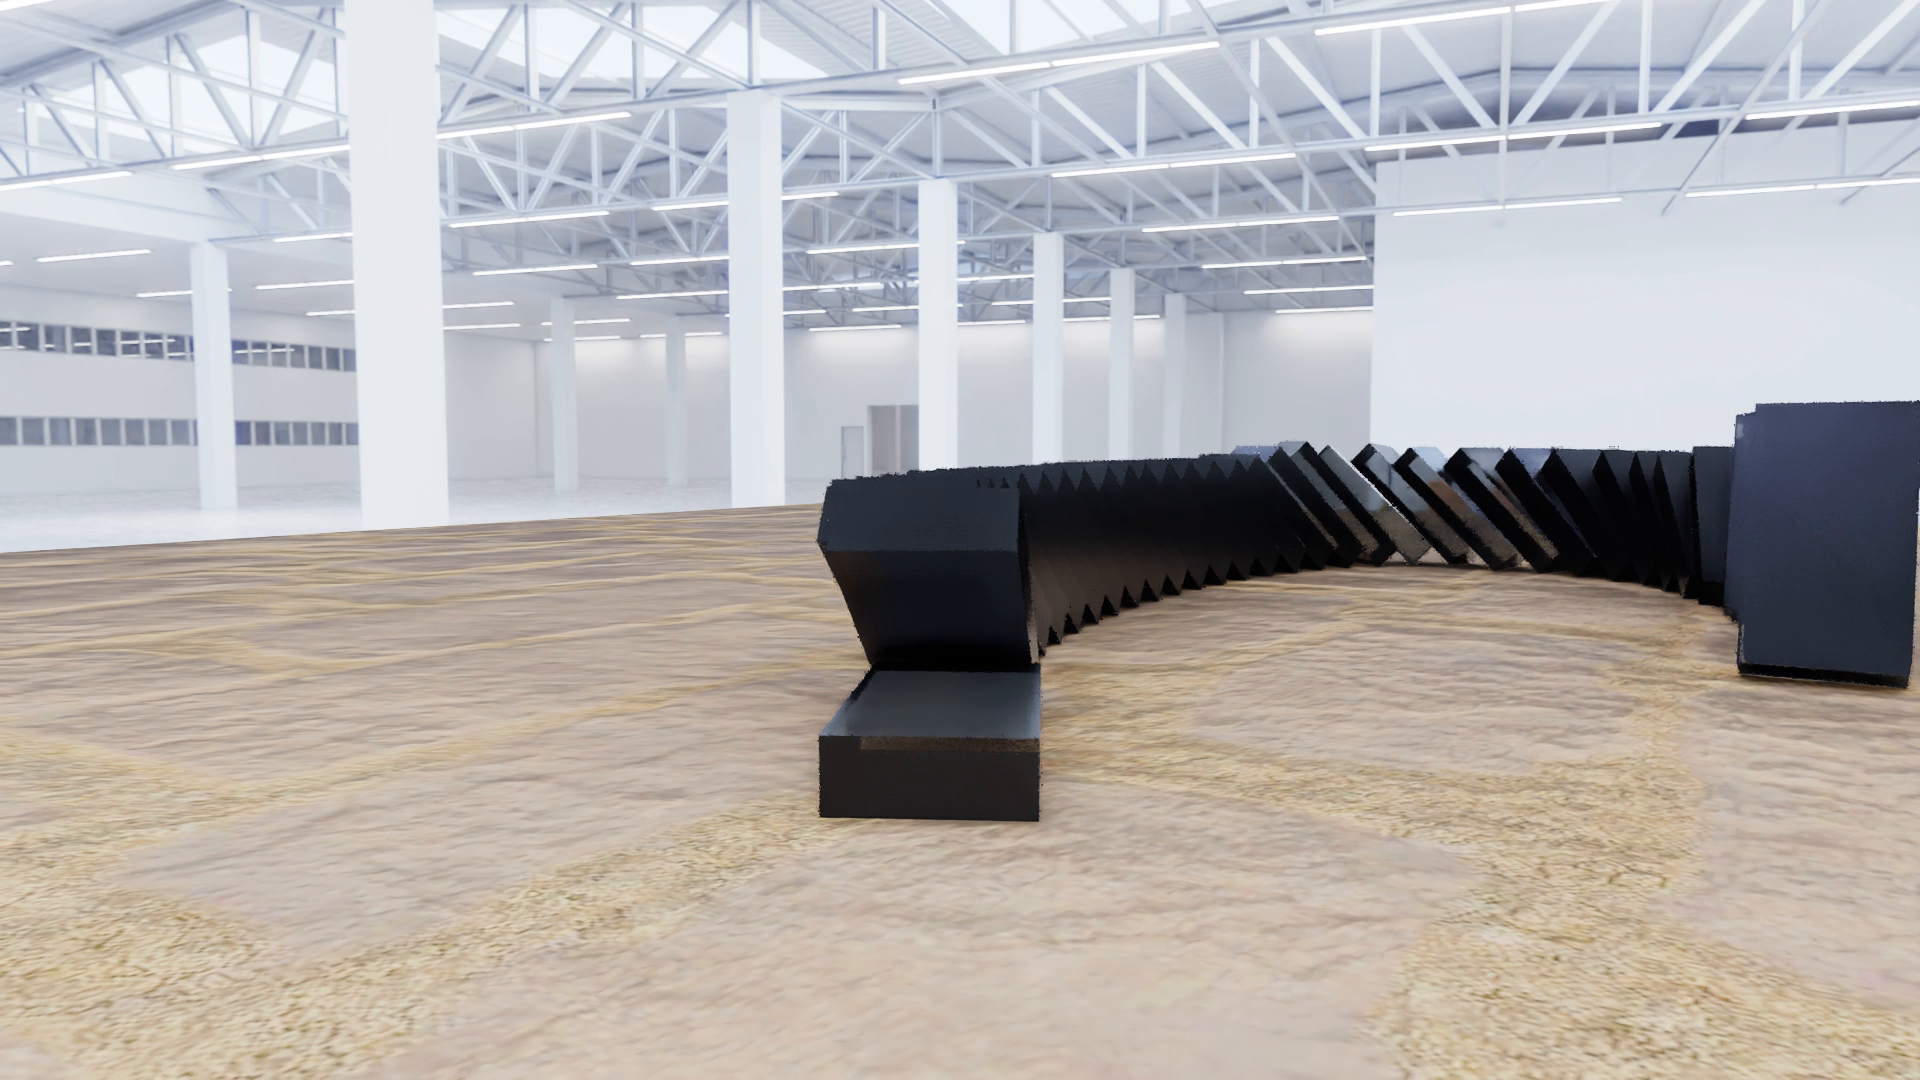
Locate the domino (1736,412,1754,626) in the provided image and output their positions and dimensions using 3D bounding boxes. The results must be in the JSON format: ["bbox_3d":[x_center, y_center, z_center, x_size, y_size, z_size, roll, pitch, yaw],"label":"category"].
[{"bbox_3d":[0.194,-0.004,0.293,0.025,0.050,0.009,3,-16,35],"label":"domino"}]

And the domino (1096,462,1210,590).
[{"bbox_3d":[0.050,-0.004,0.366,0.025,0.009,0.050,3,-32,37],"label":"domino"}]

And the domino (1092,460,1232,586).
[{"bbox_3d":[0.059,-0.005,0.379,0.025,0.010,0.050,3,-32,38],"label":"domino"}]

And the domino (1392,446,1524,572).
[{"bbox_3d":[0.175,-0.012,0.445,0.025,0.010,0.050,-5,50,-50],"label":"domino"}]

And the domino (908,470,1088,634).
[{"bbox_3d":[0.008,0.003,0.276,0.025,0.010,0.050,2,-31,25],"label":"domino"}]

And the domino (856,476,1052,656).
[{"bbox_3d":[-0.001,0.006,0.243,0.025,0.010,0.050,1,-31,19],"label":"domino"}]

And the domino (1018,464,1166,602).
[{"bbox_3d":[0.034,-0.001,0.336,0.025,0.009,0.050,2,-31,30],"label":"domino"}]

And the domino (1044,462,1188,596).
[{"bbox_3d":[0.042,-0.003,0.351,0.025,0.009,0.050,3,-32,32],"label":"domino"}]

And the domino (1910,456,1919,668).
[{"bbox_3d":[0.163,-0.001,0.240,0.025,0.050,0.010,3,-16,35],"label":"domino"}]

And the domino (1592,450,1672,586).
[{"bbox_3d":[0.217,-0.007,0.395,0.025,0.010,0.050,1,46,2],"label":"domino"}]

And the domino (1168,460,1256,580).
[{"bbox_3d":[0.068,-0.006,0.393,0.025,0.009,0.050,4,-31,41],"label":"domino"}]

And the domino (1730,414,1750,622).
[{"bbox_3d":[0.198,-0.005,0.303,0.025,0.050,0.009,3,-17,35],"label":"domino"}]

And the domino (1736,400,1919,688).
[{"bbox_3d":[0.157,0.000,0.232,0.025,0.050,0.010,3,-16,35],"label":"domino"}]

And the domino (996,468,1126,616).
[{"bbox_3d":[0.020,0.001,0.307,0.025,0.010,0.050,2,-31,27],"label":"domino"}]

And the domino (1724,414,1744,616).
[{"bbox_3d":[0.203,-0.006,0.313,0.025,0.050,0.009,3,-17,34],"label":"domino"}]

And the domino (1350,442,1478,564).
[{"bbox_3d":[0.163,-0.013,0.456,0.025,0.009,0.050,0,47,-54],"label":"domino"}]

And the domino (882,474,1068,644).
[{"bbox_3d":[0.003,0.005,0.260,0.025,0.009,0.050,2,-31,22],"label":"domino"}]

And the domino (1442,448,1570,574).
[{"bbox_3d":[0.191,-0.011,0.438,0.025,0.009,0.050,-3,49,-36],"label":"domino"}]

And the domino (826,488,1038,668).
[{"bbox_3d":[-0.002,0.010,0.190,0.025,0.009,0.050,0,-31,7],"label":"domino"}]

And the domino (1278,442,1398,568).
[{"bbox_3d":[0.130,-0.013,0.452,0.010,0.050,0.025,-43,7,-2],"label":"domino"}]

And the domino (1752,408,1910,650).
[{"bbox_3d":[0.186,-0.003,0.274,0.025,0.050,0.009,3,-16,35],"label":"domino"}]

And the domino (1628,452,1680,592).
[{"bbox_3d":[0.217,-0.006,0.379,0.025,0.010,0.050,2,45,11],"label":"domino"}]

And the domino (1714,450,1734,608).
[{"bbox_3d":[0.212,-0.004,0.331,0.025,0.009,0.050,6,51,33],"label":"domino"}]

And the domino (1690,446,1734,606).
[{"bbox_3d":[0.213,-0.004,0.346,0.025,0.010,0.050,2,49,24],"label":"domino"}]

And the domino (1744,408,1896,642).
[{"bbox_3d":[0.190,-0.004,0.284,0.025,0.050,0.010,3,-16,35],"label":"domino"}]

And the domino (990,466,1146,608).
[{"bbox_3d":[0.027,0.000,0.322,0.025,0.009,0.050,2,-31,29],"label":"domino"}]

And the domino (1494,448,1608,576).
[{"bbox_3d":[0.203,-0.010,0.426,0.025,0.010,0.050,-1,47,-22],"label":"domino"}]

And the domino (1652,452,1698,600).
[{"bbox_3d":[0.215,-0.005,0.363,0.025,0.009,0.050,1,45,15],"label":"domino"}]

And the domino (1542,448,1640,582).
[{"bbox_3d":[0.211,-0.009,0.411,0.025,0.010,0.050,0,47,-11],"label":"domino"}]

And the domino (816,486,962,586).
[{"bbox_3d":[-0.004,0.009,0.208,0.025,0.010,0.050,1,-30,11],"label":"domino"}]

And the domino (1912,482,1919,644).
[{"bbox_3d":[0.170,-0.001,0.248,0.025,0.050,0.010,3,-16,35],"label":"domino"}]

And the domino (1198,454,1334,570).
[{"bbox_3d":[0.101,-0.009,0.431,0.050,0.010,0.025,44,-20,-29],"label":"domino"}]

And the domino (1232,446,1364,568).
[{"bbox_3d":[0.115,-0.012,0.443,0.050,0.009,0.025,46,-12,-18],"label":"domino"}]

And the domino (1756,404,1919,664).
[{"bbox_3d":[0.176,-0.002,0.256,0.025,0.050,0.009,3,-16,35],"label":"domino"}]

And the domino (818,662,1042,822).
[{"bbox_3d":[-0.002,0.025,0.170,0.025,0.009,0.050,0,4,4],"label":"domino"}]

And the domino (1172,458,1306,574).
[{"bbox_3d":[0.090,-0.008,0.418,0.025,0.010,0.050,5,-31,47],"label":"domino"}]

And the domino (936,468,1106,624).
[{"bbox_3d":[0.014,0.002,0.292,0.025,0.010,0.050,2,-31,26],"label":"domino"}]

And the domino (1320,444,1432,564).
[{"bbox_3d":[0.148,-0.013,0.461,0.050,0.010,0.025,47,17,12],"label":"domino"}]

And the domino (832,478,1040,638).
[{"bbox_3d":[-0.004,0.007,0.226,0.025,0.010,0.050,1,-31,17],"label":"domino"}]

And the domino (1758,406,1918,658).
[{"bbox_3d":[0.181,-0.002,0.265,0.025,0.050,0.010,3,-16,35],"label":"domino"}]

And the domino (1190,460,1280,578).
[{"bbox_3d":[0.079,-0.007,0.405,0.025,0.009,0.050,4,-31,44],"label":"domino"}]
